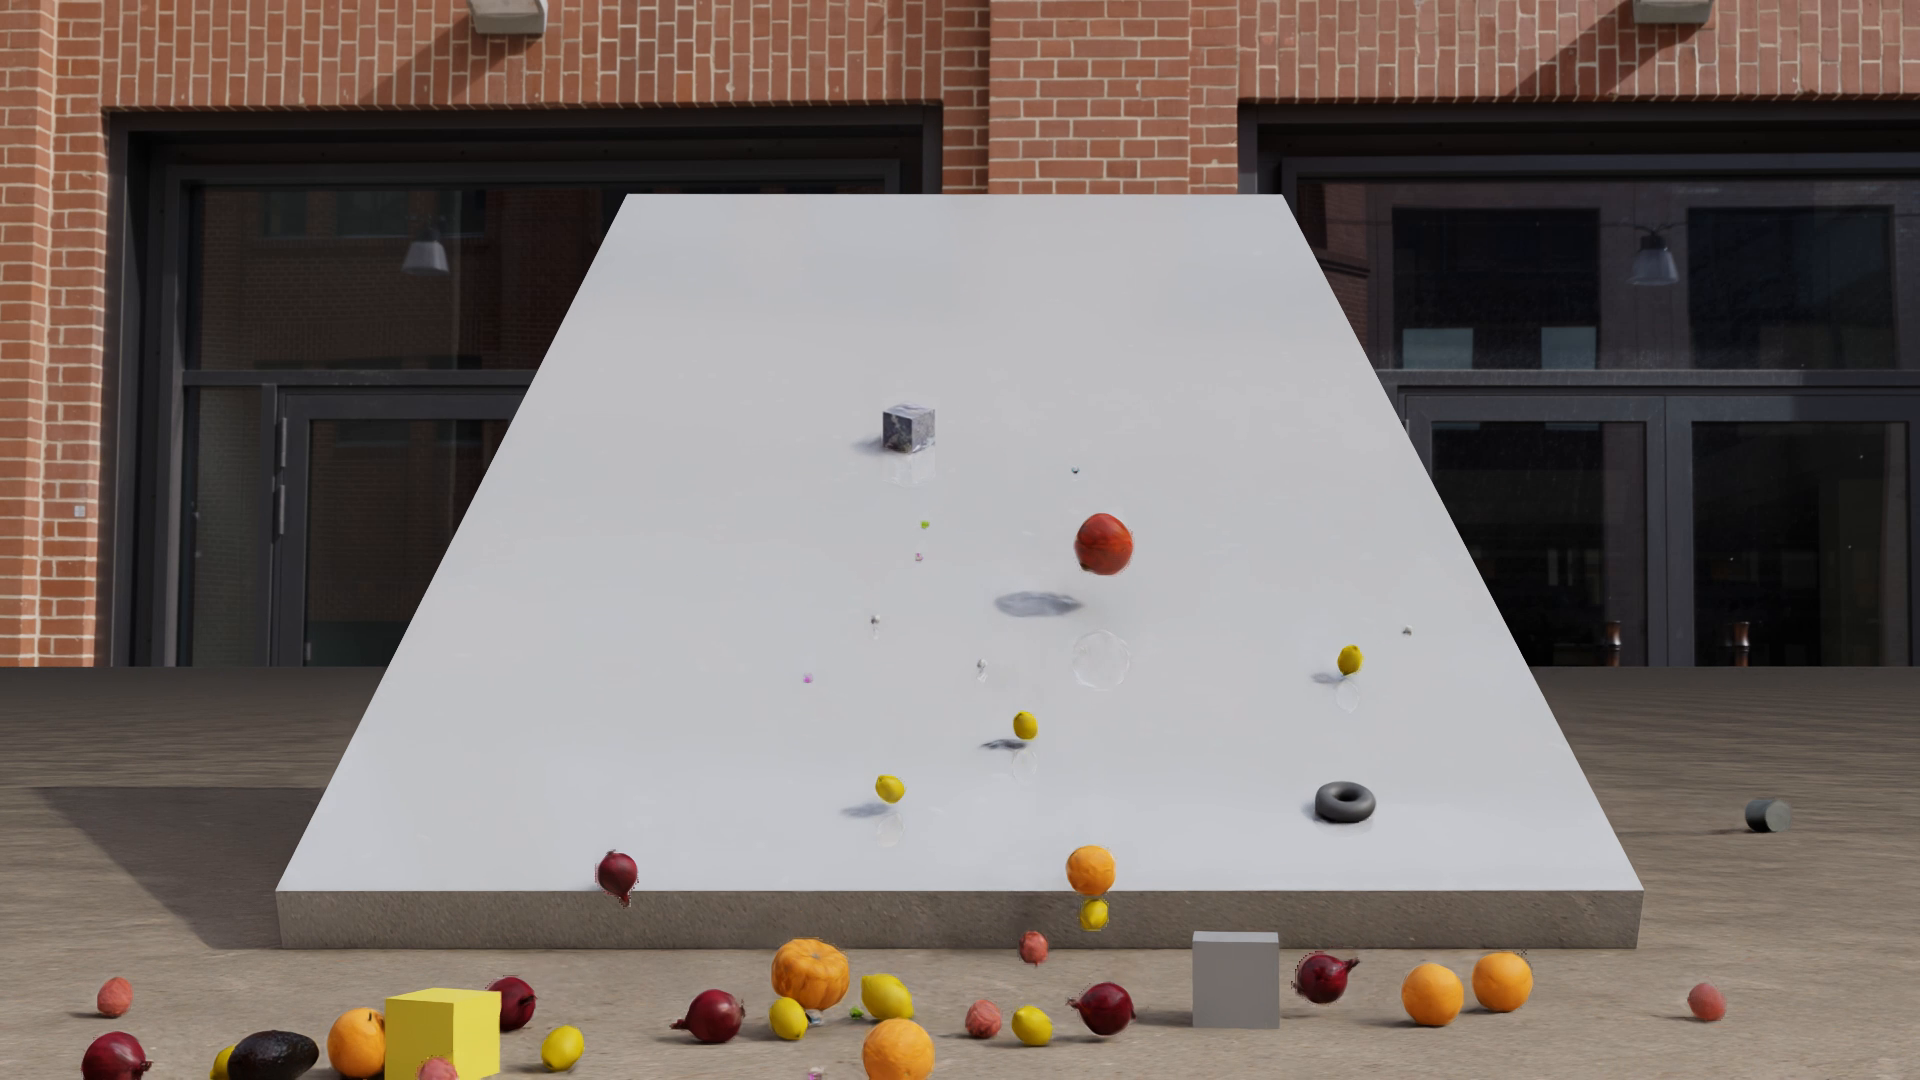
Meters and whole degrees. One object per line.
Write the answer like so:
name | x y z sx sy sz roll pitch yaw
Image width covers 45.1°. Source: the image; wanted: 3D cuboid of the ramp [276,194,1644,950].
ramp | -0.007 -0.226 5.237 2.000 0.100 4.000 0 23 0

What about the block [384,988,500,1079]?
block | -0.530 0.508 2.370 0.083 0.083 0.083 -1 -3 23

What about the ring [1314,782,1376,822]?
ring | 0.598 0.406 3.590 0.094 0.031 0.094 -1 24 0

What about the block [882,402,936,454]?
block | -0.112 -0.245 5.050 0.082 0.082 0.082 17 28 34

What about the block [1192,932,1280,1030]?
block | 0.326 0.518 2.729 0.100 0.100 0.100 0 -3 7

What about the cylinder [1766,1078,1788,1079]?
cylinder | 0.744 0.506 2.050 0.054 0.054 0.054 0 -3 6

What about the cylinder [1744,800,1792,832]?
cylinder | 2.011 0.686 5.752 0.078 0.078 0.078 1 -3 -19
